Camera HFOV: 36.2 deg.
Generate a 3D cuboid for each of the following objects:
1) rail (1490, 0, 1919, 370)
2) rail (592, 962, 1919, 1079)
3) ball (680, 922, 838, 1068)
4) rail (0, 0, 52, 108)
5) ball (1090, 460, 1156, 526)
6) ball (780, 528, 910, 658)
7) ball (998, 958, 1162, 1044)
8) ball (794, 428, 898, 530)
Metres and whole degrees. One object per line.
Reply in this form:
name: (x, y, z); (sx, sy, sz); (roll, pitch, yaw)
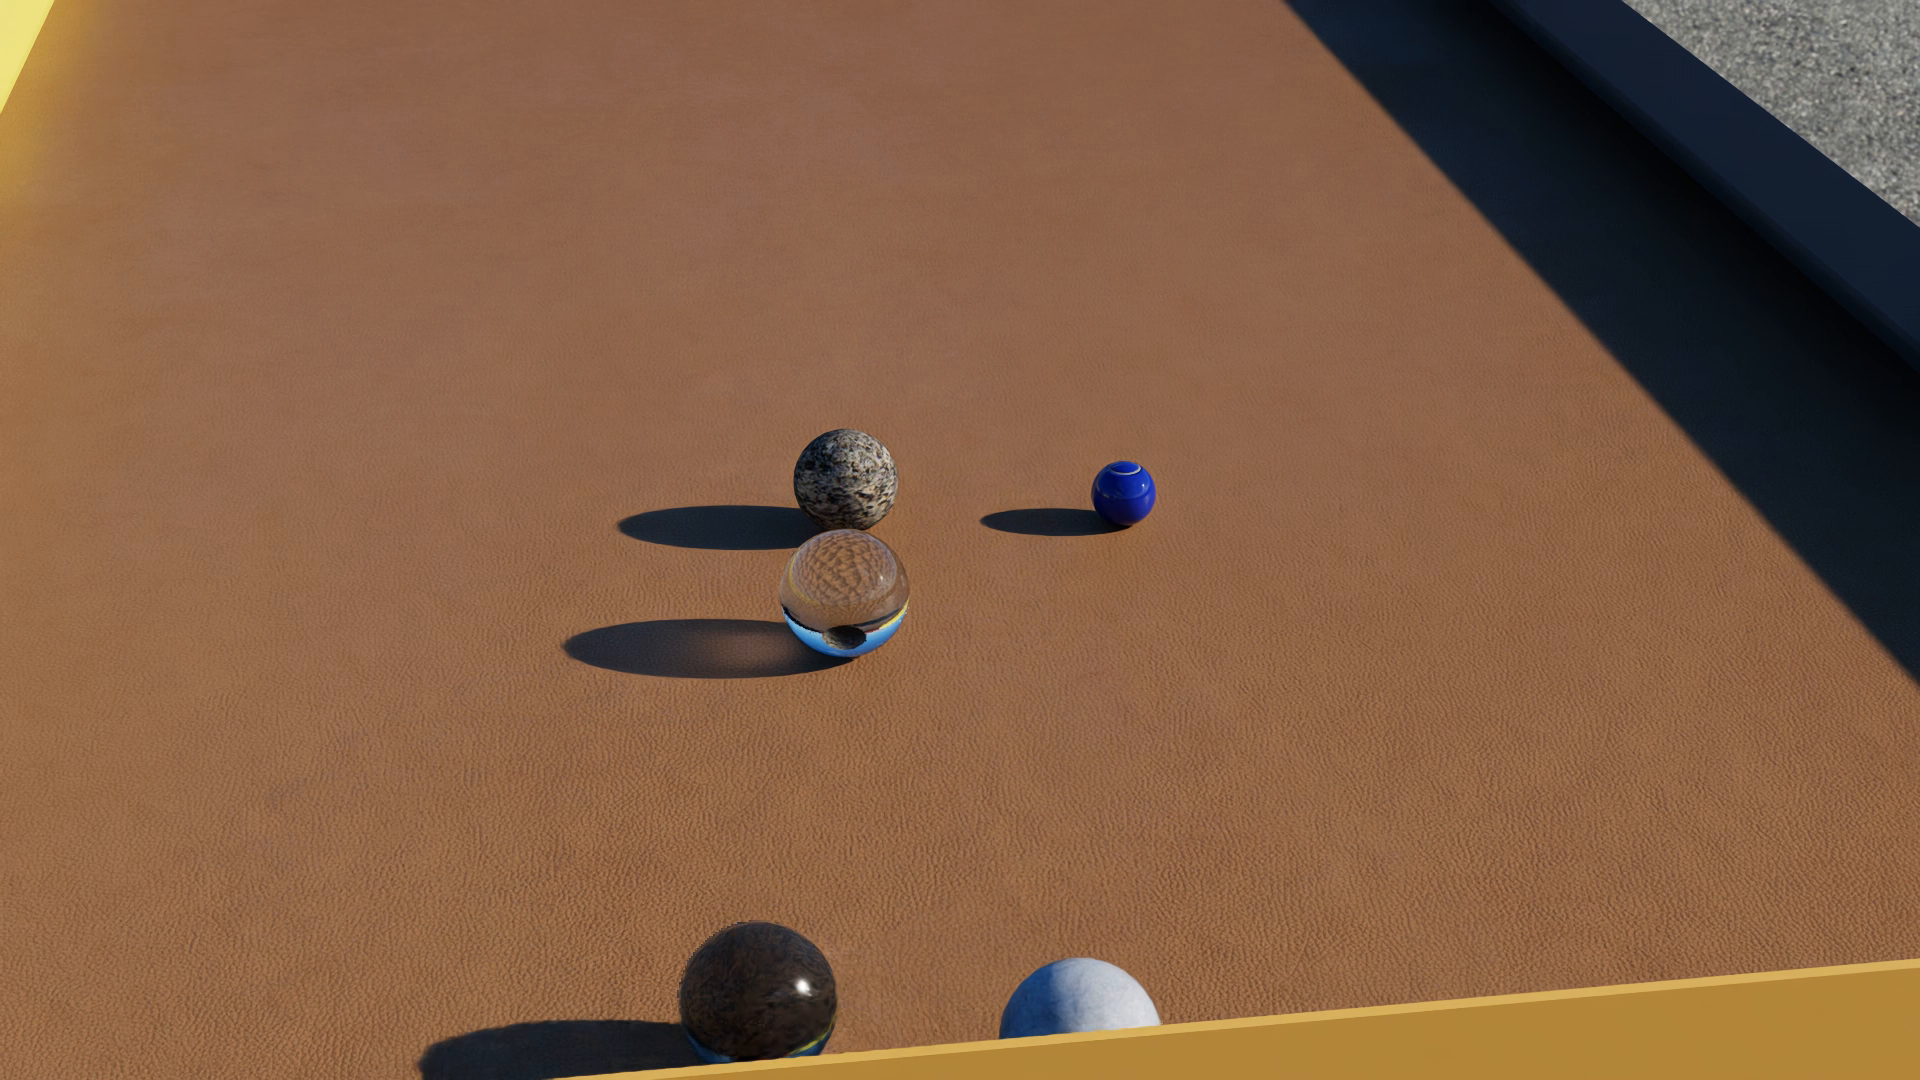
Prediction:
rail: (0.671, -0.359, 2.662); (0.045, 0.108, 2.698); (-4, 26, -8)
rail: (0.096, 0.260, 1.377); (1.607, 0.108, 0.045); (-4, 26, -8)
ball: (-0.100, 0.231, 1.470); (0.080, 0.080, 0.080); (0, 26, 0)
rail: (-0.871, -0.259, 2.454); (0.045, 0.108, 2.698); (-4, 26, -8)
ball: (0.114, -0.033, 2.057); (0.046, 0.046, 0.046); (0, 26, 0)
ball: (-0.074, 0.034, 1.876); (0.083, 0.083, 0.083); (0, 26, 0)
ball: (0.059, 0.245, 1.440); (0.081, 0.081, 0.081); (0, 26, 0)
ball: (-0.079, -0.041, 2.042); (0.073, 0.073, 0.073); (0, 26, 0)
